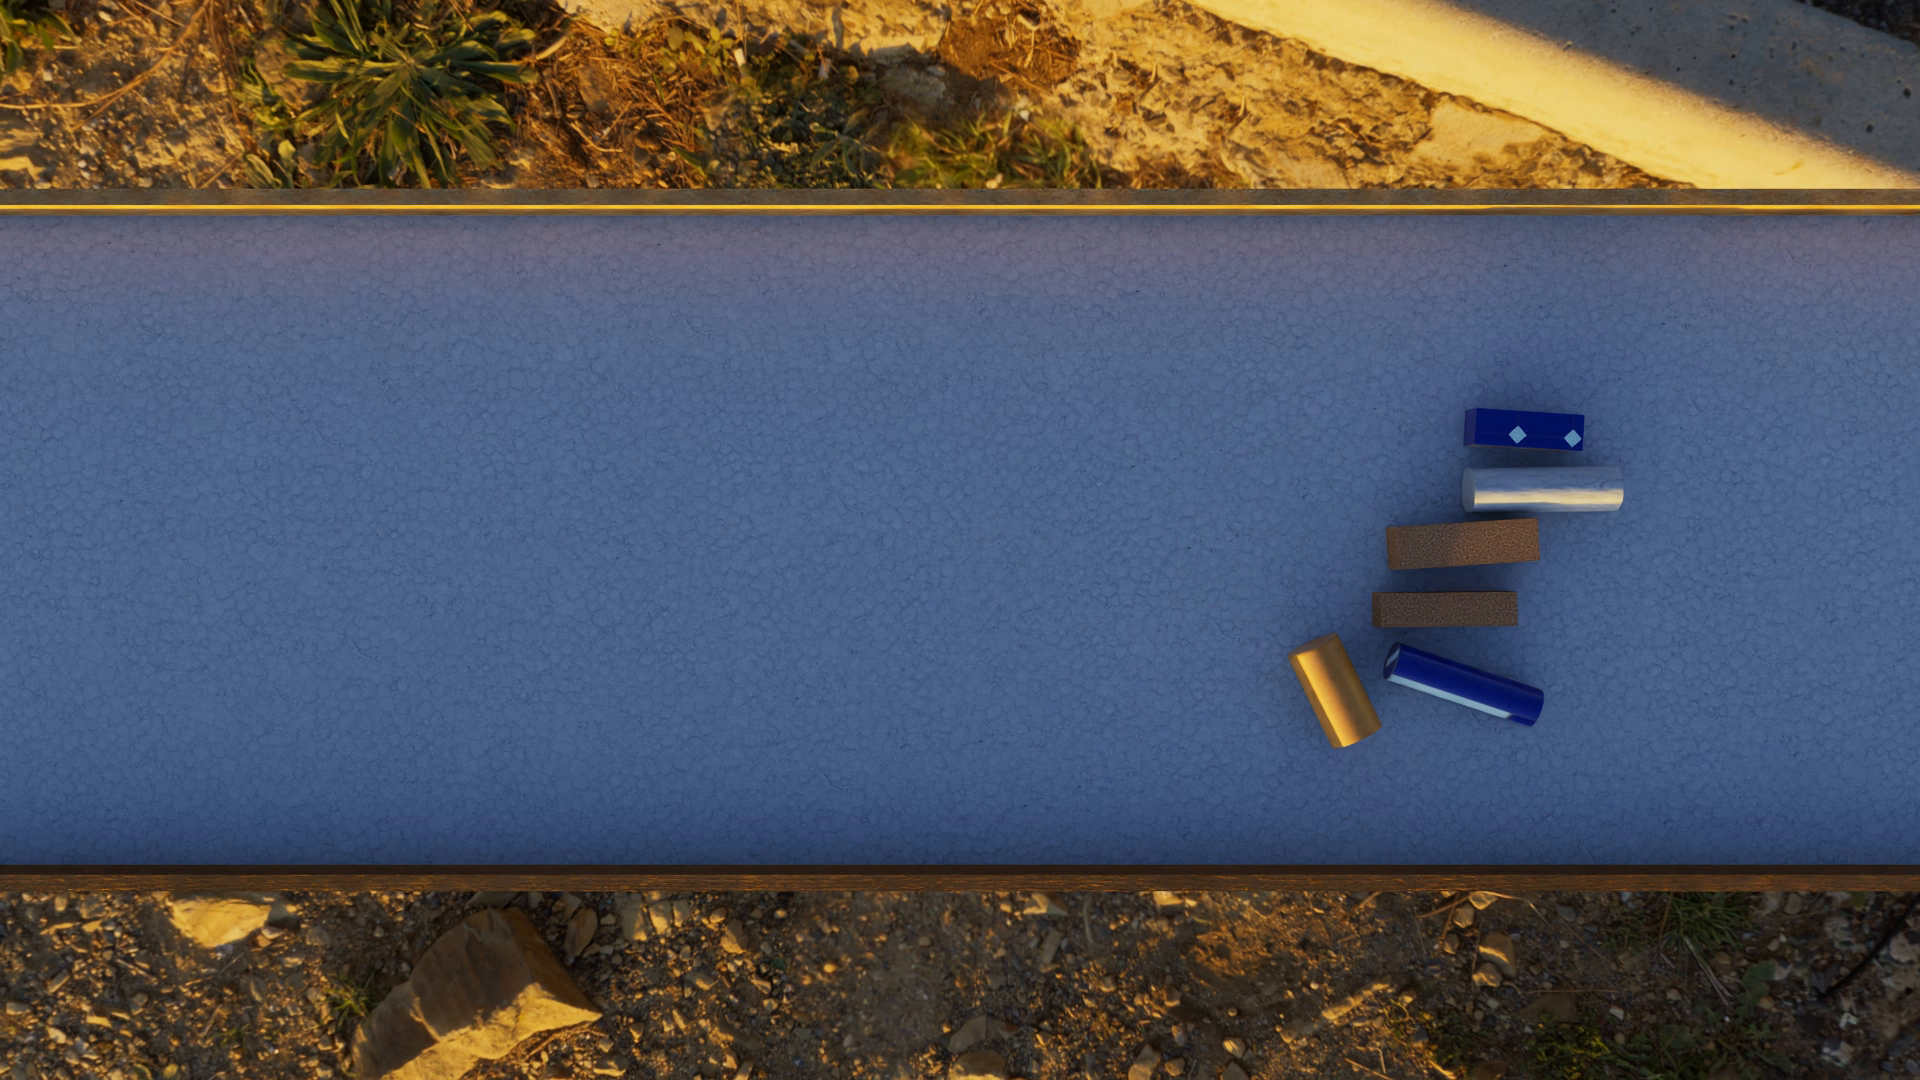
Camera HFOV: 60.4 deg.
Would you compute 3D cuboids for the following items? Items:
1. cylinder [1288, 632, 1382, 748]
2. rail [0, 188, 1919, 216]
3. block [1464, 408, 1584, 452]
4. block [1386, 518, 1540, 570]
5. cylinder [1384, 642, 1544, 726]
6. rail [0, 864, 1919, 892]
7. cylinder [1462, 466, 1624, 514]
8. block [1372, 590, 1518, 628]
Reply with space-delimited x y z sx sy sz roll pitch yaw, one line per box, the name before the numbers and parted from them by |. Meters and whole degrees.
cylinder | 1.134 0.455 4.994 0.165 0.165 0.307 -26 90 0
rail | -2.247 -1.025 5.002 12.000 0.150 0.050 0 90 0
block | 1.715 -0.333 5.022 0.327 0.109 0.109 4 90 0
block | 1.526 0.011 5.012 0.423 0.129 0.129 -4 90 0
cylinder | 1.530 0.438 5.017 0.460 0.120 0.120 18 90 0
rail | -2.247 1.025 5.001 12.000 0.150 0.050 0 90 0
cylinder | 1.766 -0.154 5.007 0.444 0.139 0.139 -1 90 0
block | 1.475 0.210 5.025 0.412 0.103 0.103 -1 90 0
